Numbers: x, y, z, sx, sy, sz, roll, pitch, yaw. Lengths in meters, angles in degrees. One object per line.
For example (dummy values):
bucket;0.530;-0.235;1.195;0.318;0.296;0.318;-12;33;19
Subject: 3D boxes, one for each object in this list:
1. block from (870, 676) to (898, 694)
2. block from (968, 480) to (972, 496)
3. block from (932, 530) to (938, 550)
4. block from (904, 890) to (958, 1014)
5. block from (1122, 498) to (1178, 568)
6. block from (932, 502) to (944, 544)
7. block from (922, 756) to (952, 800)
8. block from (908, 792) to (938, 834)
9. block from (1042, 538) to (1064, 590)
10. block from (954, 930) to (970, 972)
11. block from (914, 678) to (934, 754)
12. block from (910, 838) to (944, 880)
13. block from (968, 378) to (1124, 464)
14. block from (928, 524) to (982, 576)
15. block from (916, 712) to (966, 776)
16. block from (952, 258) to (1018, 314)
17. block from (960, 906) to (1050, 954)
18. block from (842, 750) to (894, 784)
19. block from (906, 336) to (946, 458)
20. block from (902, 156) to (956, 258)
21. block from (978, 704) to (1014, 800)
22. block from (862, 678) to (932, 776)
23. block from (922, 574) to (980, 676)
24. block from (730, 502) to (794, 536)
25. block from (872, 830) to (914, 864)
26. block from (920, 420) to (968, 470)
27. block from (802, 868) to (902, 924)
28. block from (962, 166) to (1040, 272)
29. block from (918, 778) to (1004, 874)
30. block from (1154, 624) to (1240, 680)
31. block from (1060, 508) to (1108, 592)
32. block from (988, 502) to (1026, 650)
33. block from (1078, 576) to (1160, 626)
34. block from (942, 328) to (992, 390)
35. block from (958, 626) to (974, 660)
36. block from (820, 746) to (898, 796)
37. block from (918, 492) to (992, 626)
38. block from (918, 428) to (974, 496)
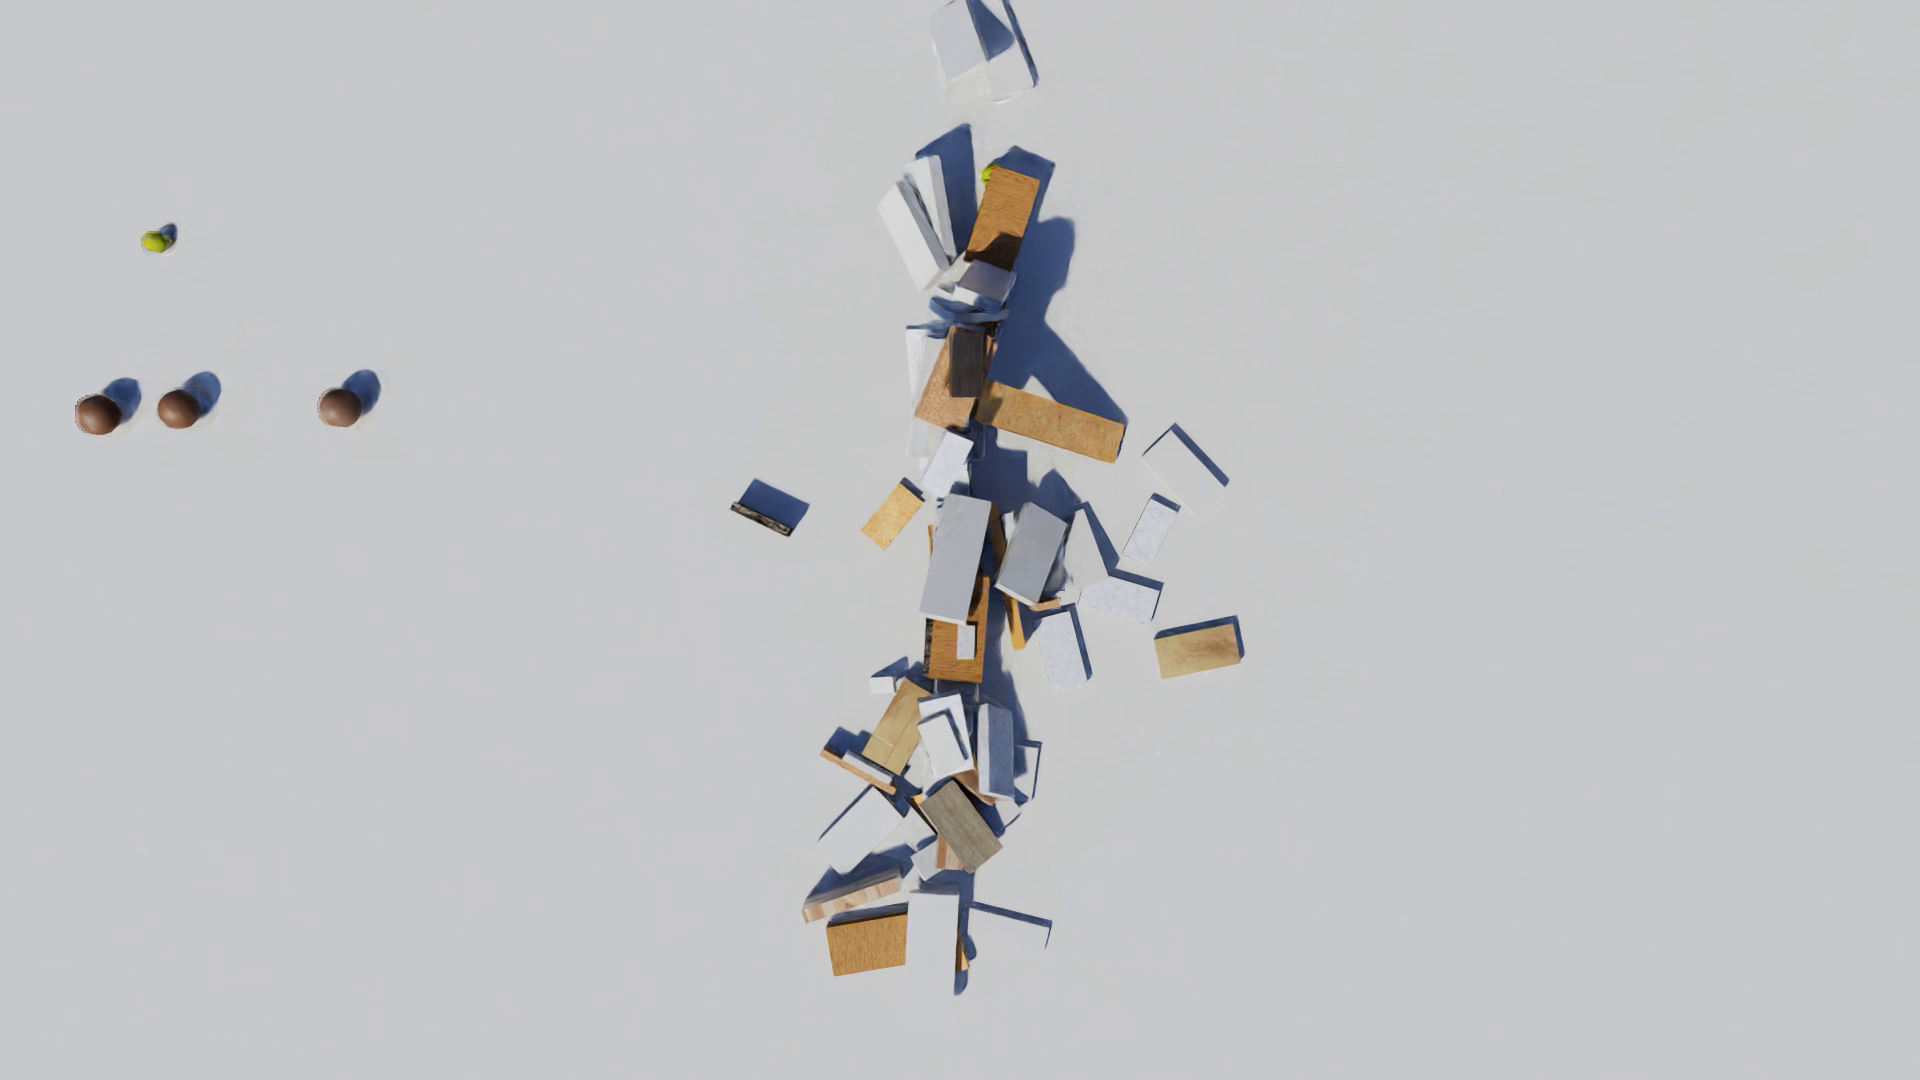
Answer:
block;-0.254;0.480;5.459;0.106;0.015;0.053;-8;90;42
block;-0.042;-0.243;5.364;0.118;0.033;0.236;-13;112;1
block;-0.052;0.041;5.294;0.070;0.020;0.140;4;68;-5
block;-0.095;1.354;5.429;0.163;0.046;0.390;3;92;0
block;0.631;-0.023;5.485;0.103;0.029;0.205;27;90;0
block;-0.052;-0.054;5.342;0.070;0.020;0.140;3;85;-5
block;-0.075;0.804;5.426;0.092;0.026;0.184;3;91;3
block;-0.090;0.923;5.470;0.091;0.026;0.182;-24;90;23
block;0.302;0.079;5.454;0.084;0.024;0.167;1;93;37
block;-0.039;1.342;5.475;0.092;0.026;0.184;-18;90;16
block;-0.118;0.589;5.486;0.097;0.028;0.244;7;90;0
block;-0.063;1.028;5.413;0.184;0.026;0.092;-31;92;-14
block;0.286;-0.383;5.340;0.563;0.038;0.133;15;90;-31
block;-0.010;0.124;5.353;0.167;0.047;0.352;-4;79;-1
block;-0.060;0.653;5.281;0.097;0.028;0.194;-23;110;-4
block;0.081;-0.812;5.269;0.150;0.300;0.042;20;118;2
block;0.147;1.296;5.488;0.289;0.025;0.087;14;90;0
block;-0.304;0.752;5.456;0.174;0.087;0.025;28;90;0
block;-0.065;-0.434;5.073;0.150;0.042;0.368;4;102;-20
block;-0.101;-1.079;5.396;0.046;0.162;0.324;-15;100;-31
block;0.117;0.692;5.385;0.041;0.144;0.288;-14;67;33
block;-0.191;0.616;5.452;0.144;0.041;0.288;30;90;0
block;-0.026;0.273;5.276;0.167;0.047;0.334;3;79;0
block;-0.655;-0.069;5.449;0.205;0.103;0.029;26;90;0
block;-0.211;1.011;5.487;0.182;0.026;0.091;15;90;0
block;-0.049;-0.368;5.195;0.151;0.043;0.301;2;118;0
block;-0.353;1.167;5.418;0.327;0.163;0.046;-19;91;0
block;0.136;-1.048;5.422;0.162;0.046;0.324;17;93;-5
block;0.002;0.933;5.379;0.139;0.039;0.278;-37;93;-14
block;0.787;0.370;5.481;0.266;0.038;0.133;-11;90;0
block;0.393;0.034;5.461;0.123;0.035;0.247;-19;80;0
block;0.147;0.118;5.430;0.039;0.139;0.486;-12;90;0
block;0.526;0.193;5.483;0.247;0.035;0.123;17;90;0
block;0.021;-0.537;4.992;0.096;0.027;0.192;16;97;-22
block;0.019;0.322;5.187;0.053;0.015;0.106;1;79;0
block;-0.335;0.762;5.458;0.275;0.084;0.024;28;90;0
block;-0.014;0.058;5.231;0.151;0.043;0.413;11;69;3
block;-0.044;-0.239;5.064;0.096;0.027;0.192;20;109;-26
